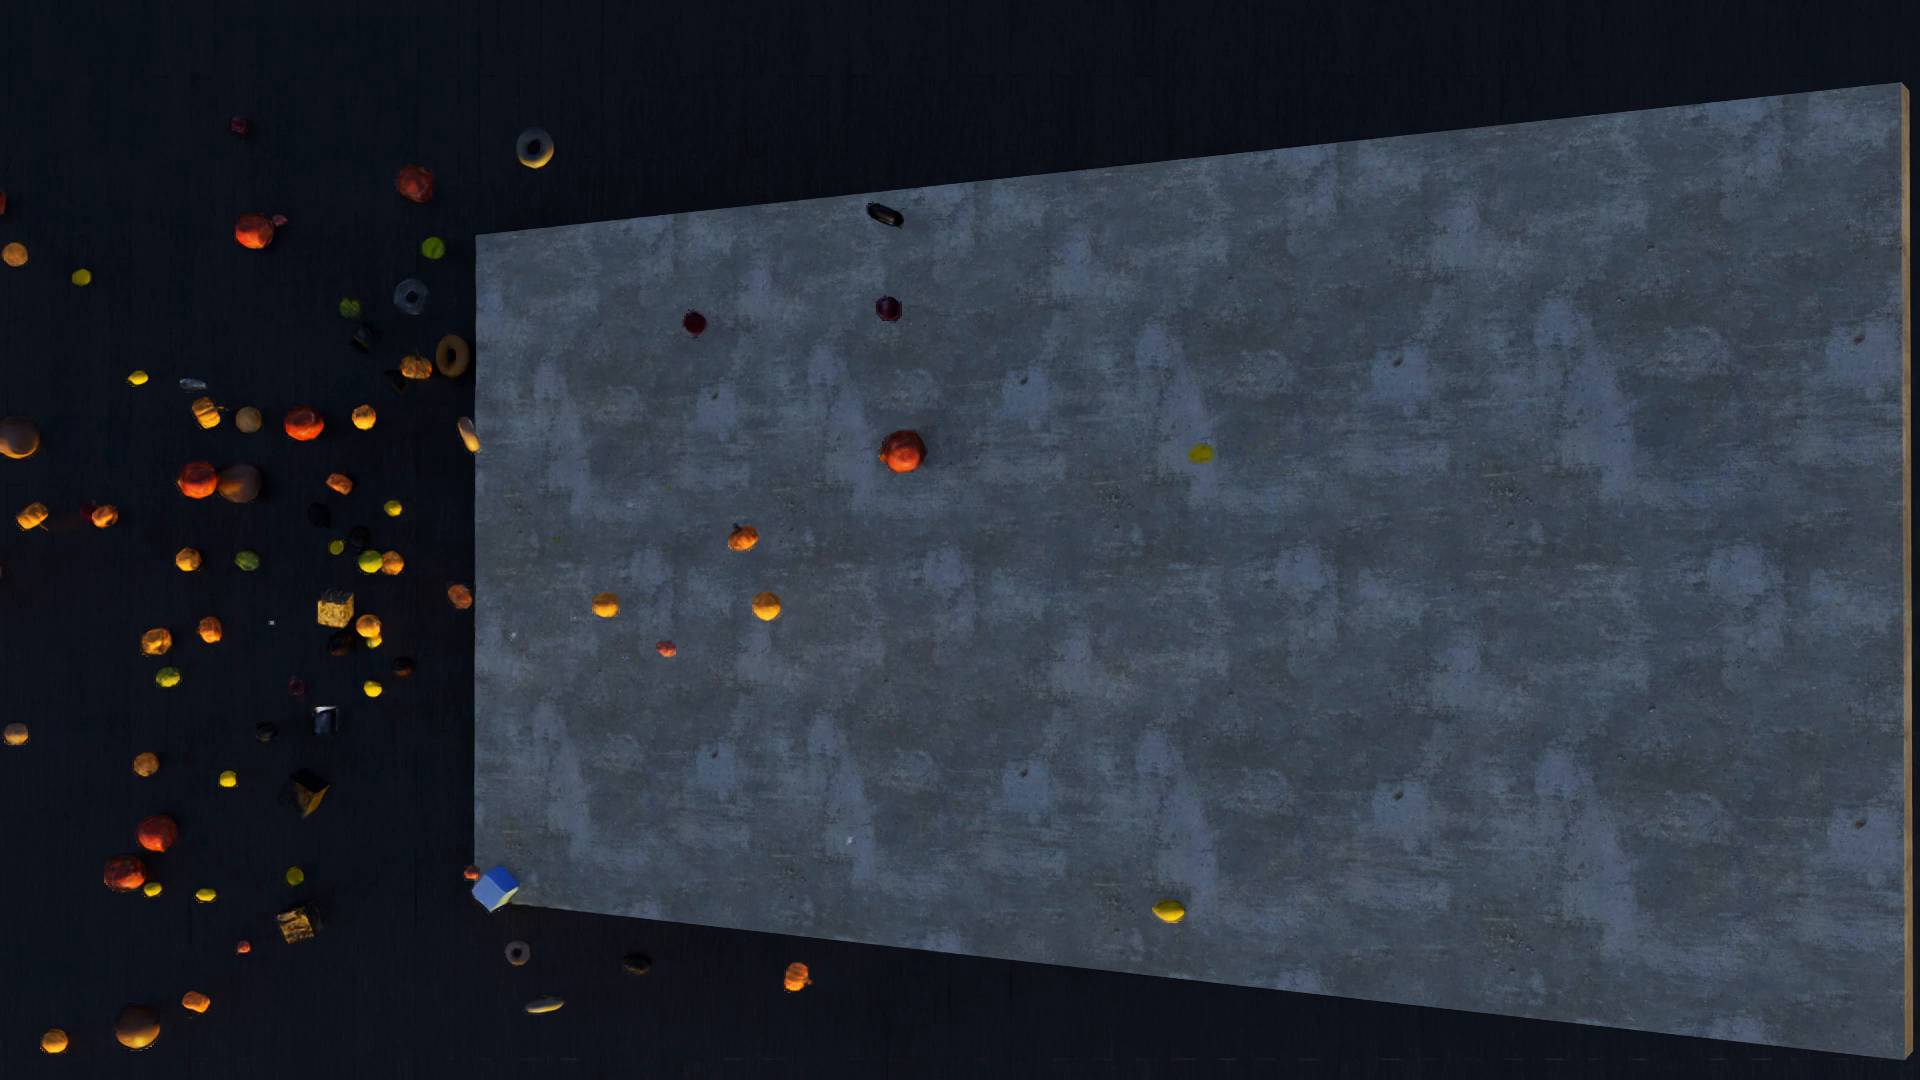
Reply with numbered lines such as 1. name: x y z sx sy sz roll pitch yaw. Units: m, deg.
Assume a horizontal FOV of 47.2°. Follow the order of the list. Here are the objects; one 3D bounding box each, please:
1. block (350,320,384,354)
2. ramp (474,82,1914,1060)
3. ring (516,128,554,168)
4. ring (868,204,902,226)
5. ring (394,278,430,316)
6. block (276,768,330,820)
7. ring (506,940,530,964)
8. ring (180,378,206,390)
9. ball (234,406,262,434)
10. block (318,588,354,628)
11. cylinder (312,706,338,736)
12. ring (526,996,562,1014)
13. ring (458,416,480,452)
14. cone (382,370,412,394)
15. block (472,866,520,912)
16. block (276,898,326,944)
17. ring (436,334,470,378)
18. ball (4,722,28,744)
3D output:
1. block: -1.794 -0.611 6.647 0.063 0.063 0.063 39 59 -18
2. ramp: 0.261 0.072 5.602 4.000 0.100 2.000 0 89 32
3. ring: -1.293 -1.193 6.691 0.122 0.041 0.122 -1 87 11
4. ring: -0.194 -0.845 5.721 0.098 0.098 0.033 24 88 0
5. ring: -1.669 -0.739 6.694 0.111 0.037 0.111 0 93 2
6. block: -1.985 0.764 6.640 0.097 0.097 0.097 32 105 2
7. ring: -1.343 1.252 6.683 0.078 0.026 0.078 0 89 4
8. ring: -2.323 -0.470 6.655 0.078 0.078 0.026 6 81 0
9. ball: -2.157 -0.364 6.670 0.081 0.081 0.081 0 89 0
10. block: -1.883 0.206 6.635 0.079 0.079 0.079 10 117 2
11. cylinder: -1.919 0.548 6.644 0.076 0.076 0.076 0 101 0
12. ring: -1.255 1.402 6.637 0.115 0.115 0.038 -8 82 0
13. ring: -1.391 -0.300 6.224 0.035 0.106 0.106 -22 90 -15
14. cone: -1.713 -0.492 6.655 0.085 0.085 0.085 23 90 -7
15. block: -1.369 1.028 6.488 0.084 0.084 0.084 44 112 9
16. block: -1.976 1.143 6.600 0.092 0.092 0.092 -17 99 10
17. ring: -1.533 -0.555 6.650 0.130 0.043 0.130 1 91 33
18. ball: -2.861 0.587 6.668 0.067 0.067 0.067 0 89 0
